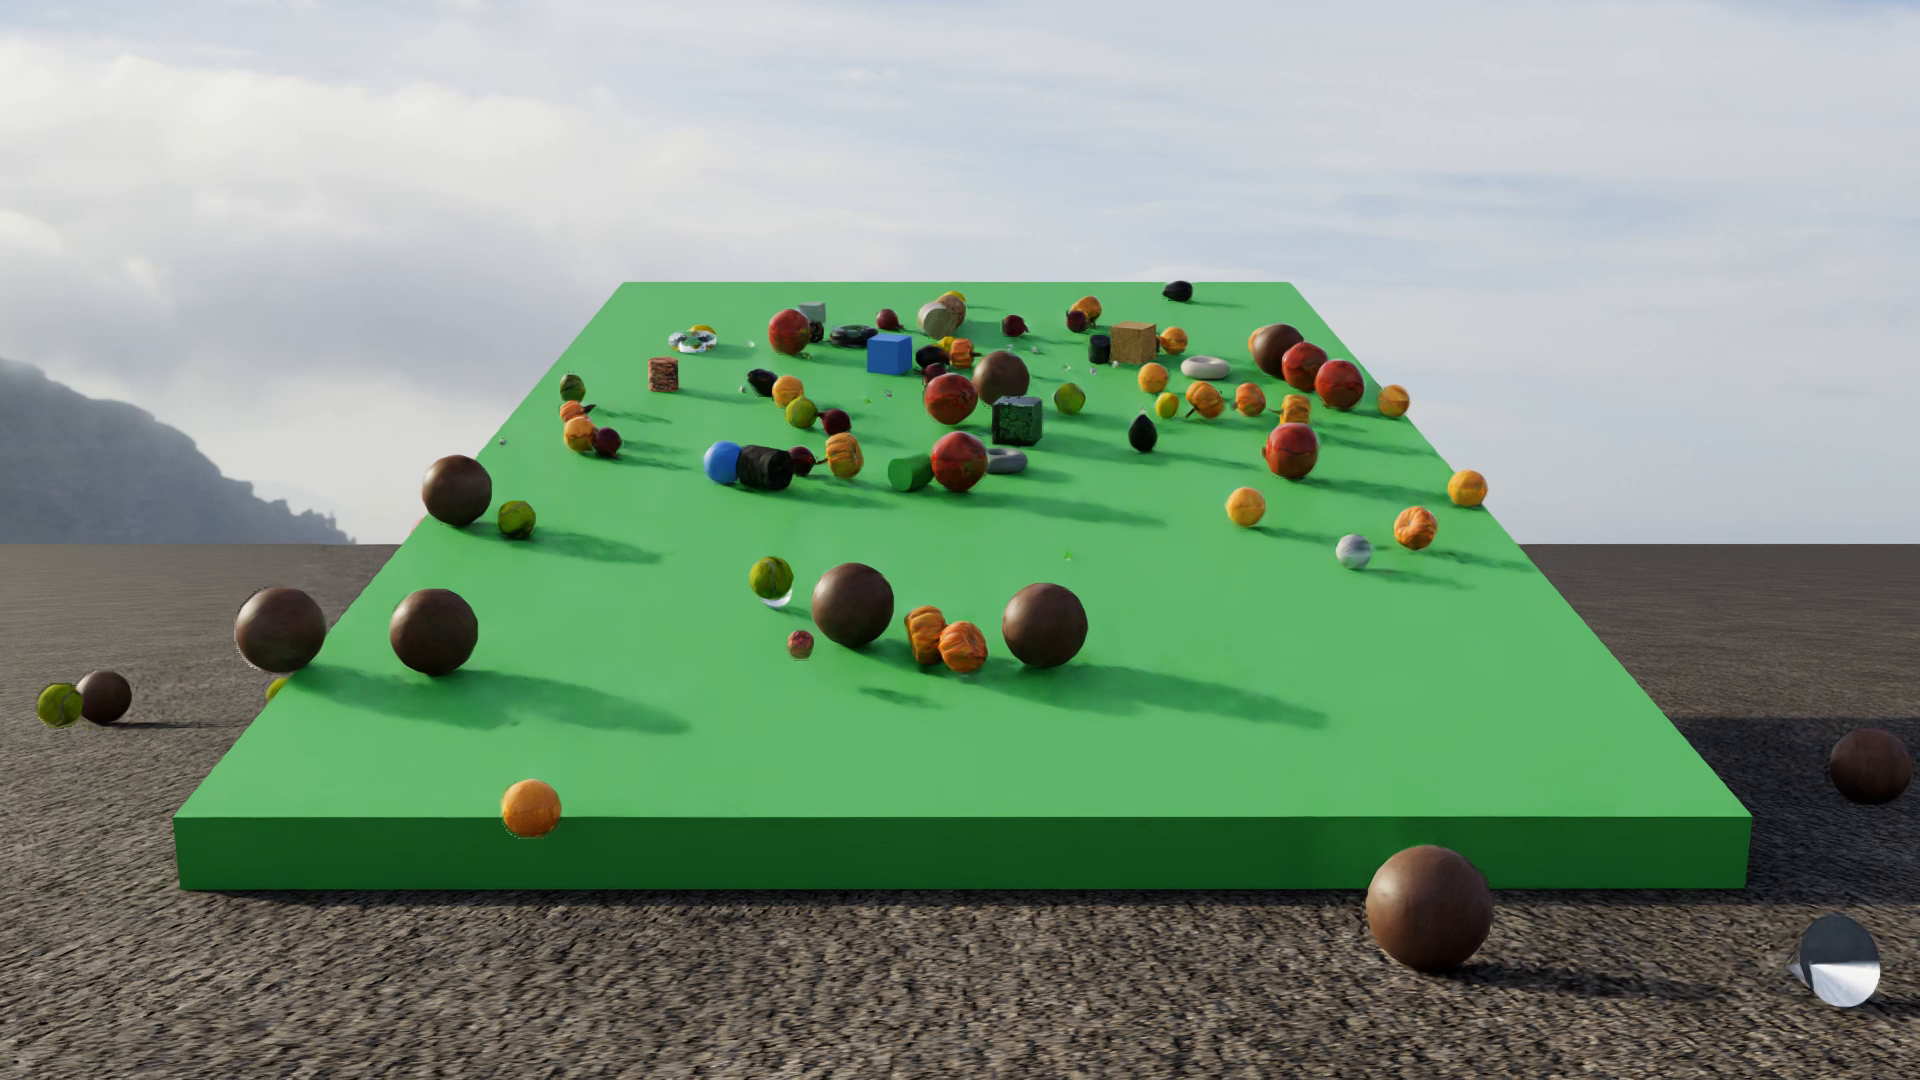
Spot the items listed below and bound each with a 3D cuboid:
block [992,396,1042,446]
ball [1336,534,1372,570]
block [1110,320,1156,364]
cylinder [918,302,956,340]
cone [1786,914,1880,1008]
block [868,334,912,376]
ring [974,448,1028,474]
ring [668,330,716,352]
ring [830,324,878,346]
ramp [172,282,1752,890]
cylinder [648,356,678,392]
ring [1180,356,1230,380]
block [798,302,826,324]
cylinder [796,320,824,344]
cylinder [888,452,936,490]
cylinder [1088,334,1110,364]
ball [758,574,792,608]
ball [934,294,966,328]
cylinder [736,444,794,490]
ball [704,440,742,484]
[{"bbox_3d":[0.122,-0.253,4.704,0.087,0.087,0.087,5,17,15],"label":"block"},{"bbox_3d":[0.680,0.020,3.820,0.062,0.062,0.062,0,0,0],"label":"ball"},{"bbox_3d":[0.432,-0.493,5.525,0.087,0.087,0.087,9,19,28],"label":"block"},{"bbox_3d":[-0.061,-0.576,5.808,0.084,0.084,0.084,0,16,-13],"label":"cylinder"},{"bbox_3d":[0.835,0.415,2.168,0.088,0.088,0.088,0,-14,-15],"label":"cone"},{"bbox_3d":[-0.172,-0.453,5.395,0.082,0.082,0.082,7,18,22],"label":"block"},{"bbox_3d":[0.083,-0.161,4.482,0.109,0.036,0.109,0,15,0],"label":"ring"},{"bbox_3d":[-0.683,-0.507,5.648,0.124,0.041,0.124,-1,16,0],"label":"ring"},{"bbox_3d":[-0.274,-0.528,5.722,0.126,0.042,0.126,-1,17,0],"label":"ring"},{"bbox_3d":[-0.002,-0.164,4.733,2.000,0.100,4.000,0,16,0],"label":"ramp"},{"bbox_3d":[-0.697,-0.389,5.194,0.070,0.070,0.070,0,16,0],"label":"cylinder"},{"bbox_3d":[0.593,-0.416,5.347,0.118,0.039,0.118,1,17,0],"label":"ring"},{"bbox_3d":[-0.400,-0.613,5.990,0.054,0.054,0.054,6,17,19],"label":"block"},{"bbox_3d":[-0.389,-0.539,5.737,0.054,0.054,0.054,-9,4,-27],"label":"cylinder"},{"bbox_3d":[-0.095,-0.135,4.336,0.066,0.066,0.066,0,12,42],"label":"cylinder"},{"bbox_3d":[0.346,-0.473,5.487,0.053,0.053,0.053,2,40,-1],"label":"cylinder"},{"bbox_3d":[-0.301,0.084,3.610,0.055,0.055,0.055,0,0,0],"label":"ball"},{"bbox_3d":[-0.032,-0.608,5.900,0.094,0.094,0.094,0,0,0],"label":"ball"},{"bbox_3d":[-0.382,-0.142,4.337,0.080,0.080,0.080,12,7,35],"label":"cylinder"},{"bbox_3d":[-0.463,-0.153,4.364,0.085,0.085,0.085,0,0,0],"label":"ball"}]
